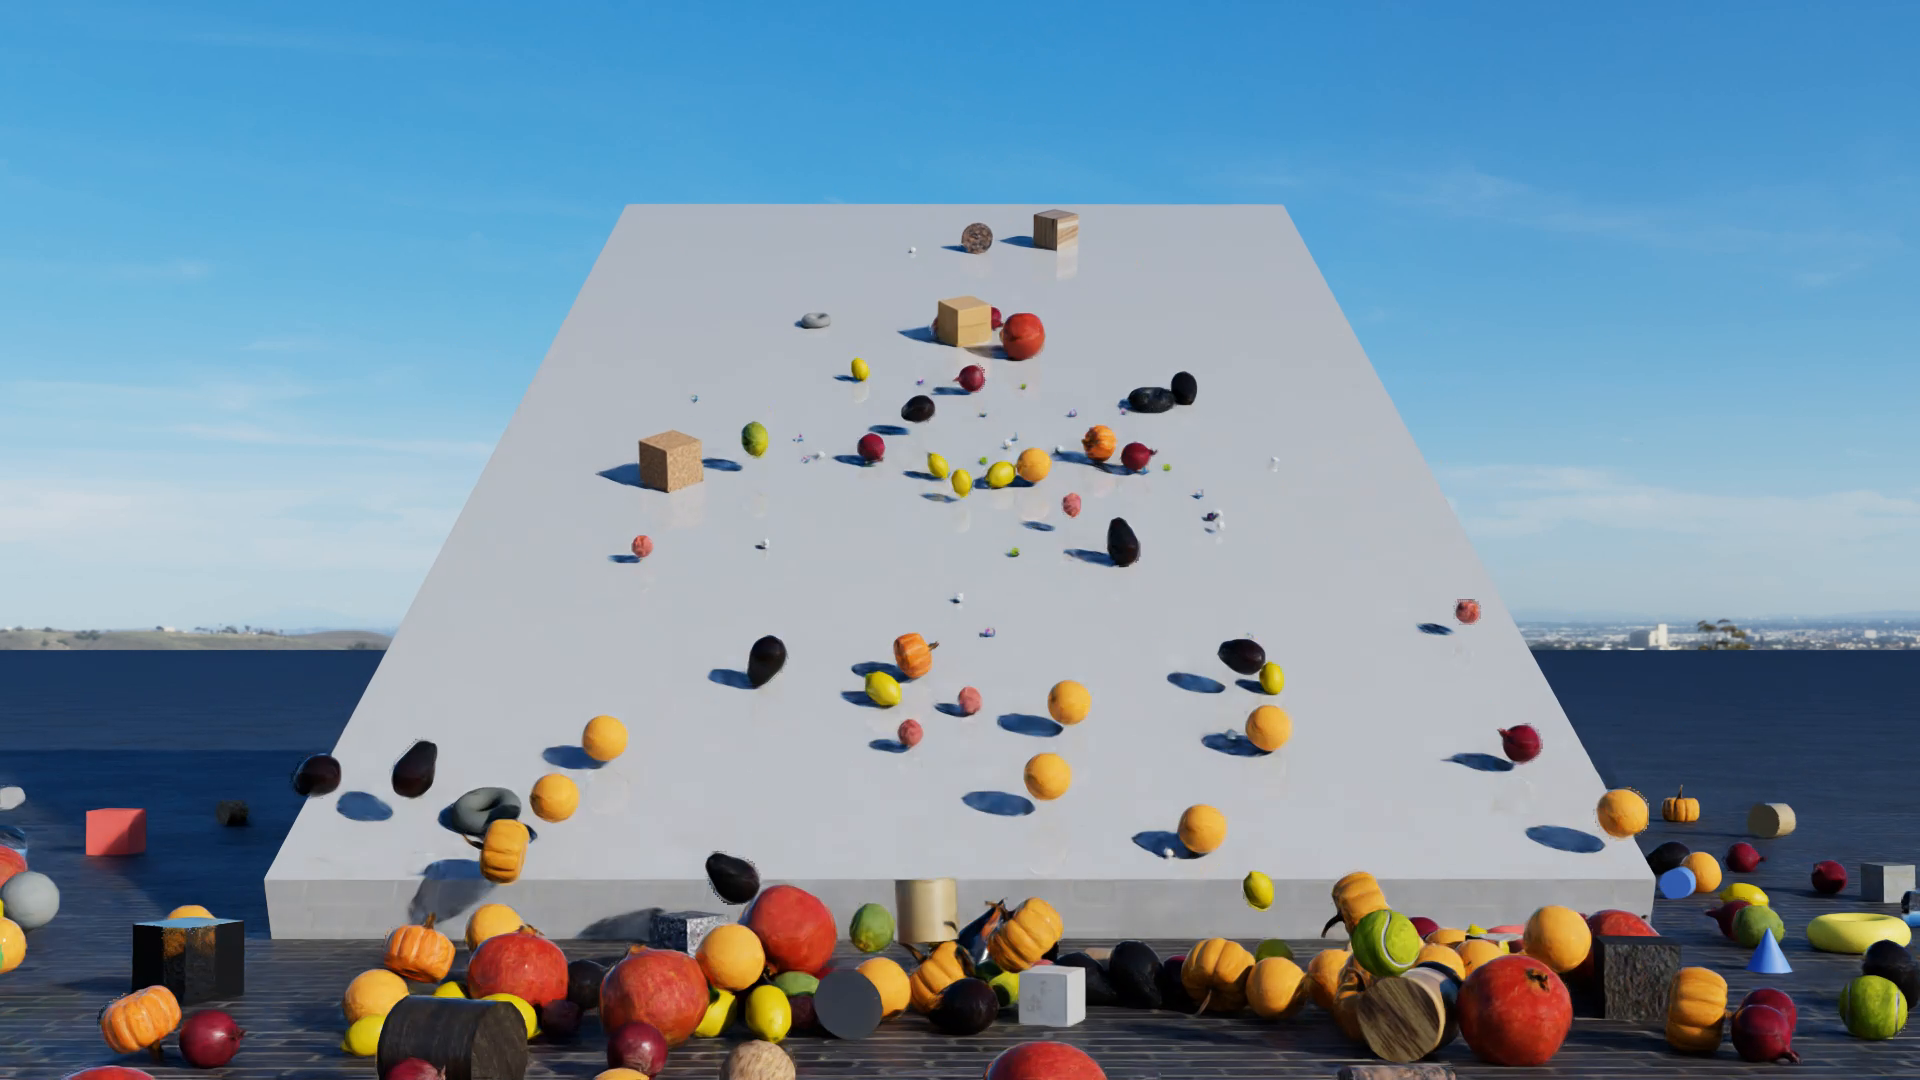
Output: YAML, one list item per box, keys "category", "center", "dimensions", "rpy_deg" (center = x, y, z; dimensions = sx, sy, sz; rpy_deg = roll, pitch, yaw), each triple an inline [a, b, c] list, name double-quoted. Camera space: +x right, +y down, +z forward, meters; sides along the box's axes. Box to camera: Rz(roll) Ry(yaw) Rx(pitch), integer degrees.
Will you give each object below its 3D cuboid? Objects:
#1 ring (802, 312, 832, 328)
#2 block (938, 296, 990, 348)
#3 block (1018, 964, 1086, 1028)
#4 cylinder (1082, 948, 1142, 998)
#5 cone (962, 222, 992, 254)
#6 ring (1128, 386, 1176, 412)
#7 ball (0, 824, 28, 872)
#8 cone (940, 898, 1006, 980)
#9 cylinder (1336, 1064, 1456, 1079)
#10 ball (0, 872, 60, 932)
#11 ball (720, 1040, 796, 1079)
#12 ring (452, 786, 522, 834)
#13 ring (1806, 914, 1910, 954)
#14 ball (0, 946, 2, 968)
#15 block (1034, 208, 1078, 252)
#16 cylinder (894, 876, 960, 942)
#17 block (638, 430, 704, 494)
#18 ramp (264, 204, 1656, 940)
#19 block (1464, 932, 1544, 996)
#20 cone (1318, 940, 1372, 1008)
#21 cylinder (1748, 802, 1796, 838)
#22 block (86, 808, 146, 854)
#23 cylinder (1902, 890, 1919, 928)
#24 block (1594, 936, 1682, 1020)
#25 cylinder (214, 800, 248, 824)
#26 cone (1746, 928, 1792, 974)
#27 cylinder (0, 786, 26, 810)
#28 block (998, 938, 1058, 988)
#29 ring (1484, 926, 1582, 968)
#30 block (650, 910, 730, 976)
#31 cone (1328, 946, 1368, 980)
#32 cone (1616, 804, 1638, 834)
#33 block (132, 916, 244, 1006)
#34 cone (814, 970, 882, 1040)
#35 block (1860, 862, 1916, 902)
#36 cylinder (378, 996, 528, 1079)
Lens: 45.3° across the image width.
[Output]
- category: "ring"
  center: [-0.364, -0.556, 5.826]
  dimensions: [0.077, 0.026, 0.077]
  rpy_deg: [-1, 23, 0]
- category: "block"
  center: [0.011, -0.543, 5.701]
  dimensions: [0.095, 0.095, 0.095]
  rpy_deg: [-13, 26, -29]
- category: "block"
  center: [0.104, 0.517, 2.610]
  dimensions: [0.059, 0.059, 0.059]
  rpy_deg: [-1, -3, 22]
- category: "cylinder"
  center: [0.184, 0.526, 2.793]
  dimensions: [0.058, 0.058, 0.058]
  rpy_deg: [-1, -3, 21]
- category: "cone"
  center: [0.060, -0.845, 6.515]
  dimensions: [0.091, 0.091, 0.091]
  rpy_deg: [-1, -5, 14]
- category: "ring"
  center: [0.437, -0.320, 5.238]
  dimensions: [0.109, 0.036, 0.109]
  rpy_deg: [1, 21, 0]
- category: "ball"
  center: [-1.802, 0.580, 4.330]
  dimensions: [0.088, 0.088, 0.088]
  rpy_deg: [0, -3, 0]
- category: "cone"
  center: [0.037, 0.497, 2.926]
  dimensions: [0.095, 0.095, 0.095]
  rpy_deg: [28, -3, 2]
- category: "cylinder"
  center: [0.358, 0.472, 1.880]
  dimensions: [0.084, 0.084, 0.084]
  rpy_deg: [0, -3, -8]
- category: "ball"
  center: [-1.392, 0.540, 3.435]
  dimensions: [0.088, 0.088, 0.088]
  rpy_deg: [0, -3, 0]
- category: "ball"
  center: [-0.183, 0.489, 2.083]
  dimensions: [0.069, 0.069, 0.069]
  rpy_deg: [0, -3, 0]
- category: "ring"
  center: [-0.710, 0.406, 3.452]
  dimensions: [0.104, 0.035, 0.104]
  rpy_deg: [-2, 25, 1]
- category: "ring"
  center: [1.260, 0.552, 3.226]
  dimensions: [0.137, 0.046, 0.137]
  rpy_deg: [-1, -3, 0]
- category: "ball"
  center: [-1.212, 0.511, 2.796]
  dimensions: [0.089, 0.089, 0.089]
  rpy_deg: [0, -3, 0]
- category: "block"
  center: [0.273, -0.882, 6.542]
  dimensions: [0.090, 0.090, 0.090]
  rpy_deg: [20, 29, 39]
- category: "cylinder"
  center: [-0.039, 0.432, 2.691]
  dimensions: [0.072, 0.072, 0.072]
  rpy_deg: [-3, -7, 0]
- category: "block"
  center: [-0.600, -0.164, 4.773]
  dimensions: [0.092, 0.092, 0.092]
  rpy_deg: [20, 30, 40]
- category: "ramp"
  center: [-0.007, -0.222, 5.173]
  dimensions: [2.000, 0.100, 4.000]
  rpy_deg: [0, 22, 0]
- category: "block"
  center: [0.672, 0.524, 2.842]
  dimensions: [0.067, 0.067, 0.067]
  rpy_deg: [1, -3, -25]
- category: "cone"
  center: [0.467, 0.516, 2.753]
  dimensions: [0.074, 0.074, 0.074]
  rpy_deg: [0, -3, 0]
- category: "cylinder"
  center: [1.794, 0.620, 5.082]
  dimensions: [0.076, 0.076, 0.076]
  rpy_deg: [2, -4, -44]
- category: "block"
  center: [-1.730, 0.598, 4.717]
  dimensions: [0.088, 0.088, 0.088]
  rpy_deg: [0, -3, 3]
- category: "cylinder"
  center: [1.460, 0.559, 3.477]
  dimensions: [0.054, 0.054, 0.054]
  rpy_deg: [-2, -3, 39]
- category: "block"
  center: [0.785, 0.507, 2.666]
  dimensions: [0.085, 0.085, 0.085]
  rpy_deg: [0, -3, 8]
- category: "cylinder"
  center: [-1.737, 0.649, 5.484]
  dimensions: [0.055, 0.055, 0.055]
  rpy_deg: [-2, -3, 32]
- category: "cone"
  center: [1.063, 0.537, 3.024]
  dimensions: [0.057, 0.057, 0.057]
  rpy_deg: [0, -3, 0]
- category: "cylinder"
  center: [-2.467, 0.670, 5.976]
  dimensions: [0.057, 0.057, 0.057]
  rpy_deg: [0, -3, -7]
- category: "block"
  center: [0.086, 0.533, 2.897]
  dimensions: [0.053, 0.053, 0.053]
  rpy_deg: [-2, -3, 41]
- category: "ring"
  center: [0.766, 0.546, 3.086]
  dimensions: [0.135, 0.045, 0.135]
  rpy_deg: [1, -2, 0]
- category: "block"
  center: [-0.354, 0.528, 3.014]
  dimensions: [0.073, 0.073, 0.073]
  rpy_deg: [-2, -3, 42]
- category: "cone"
  center: [0.485, 0.520, 2.829]
  dimensions: [0.054, 0.054, 0.054]
  rpy_deg: [9, 27, -5]
- category: "cone"
  center: [1.491, 0.649, 5.241]
  dimensions: [0.074, 0.074, 0.074]
  rpy_deg: [2, -30, -43]
- category: "block"
  center: [-0.935, 0.509, 2.788]
  dimensions: [0.091, 0.091, 0.091]
  rpy_deg: [-1, -3, 30]
- category: "cone"
  center: [-0.137, 0.526, 2.541]
  dimensions: [0.080, 0.080, 0.080]
  rpy_deg: [1, -29, -26]
- category: "block"
  center: [1.553, 0.572, 3.847]
  dimensions: [0.060, 0.060, 0.060]
  rpy_deg: [1, -3, -15]
- category: "cylinder"
  center: [-0.469, 0.475, 2.131]
  dimensions: [0.099, 0.099, 0.099]
  rpy_deg: [-1, -3, 20]
